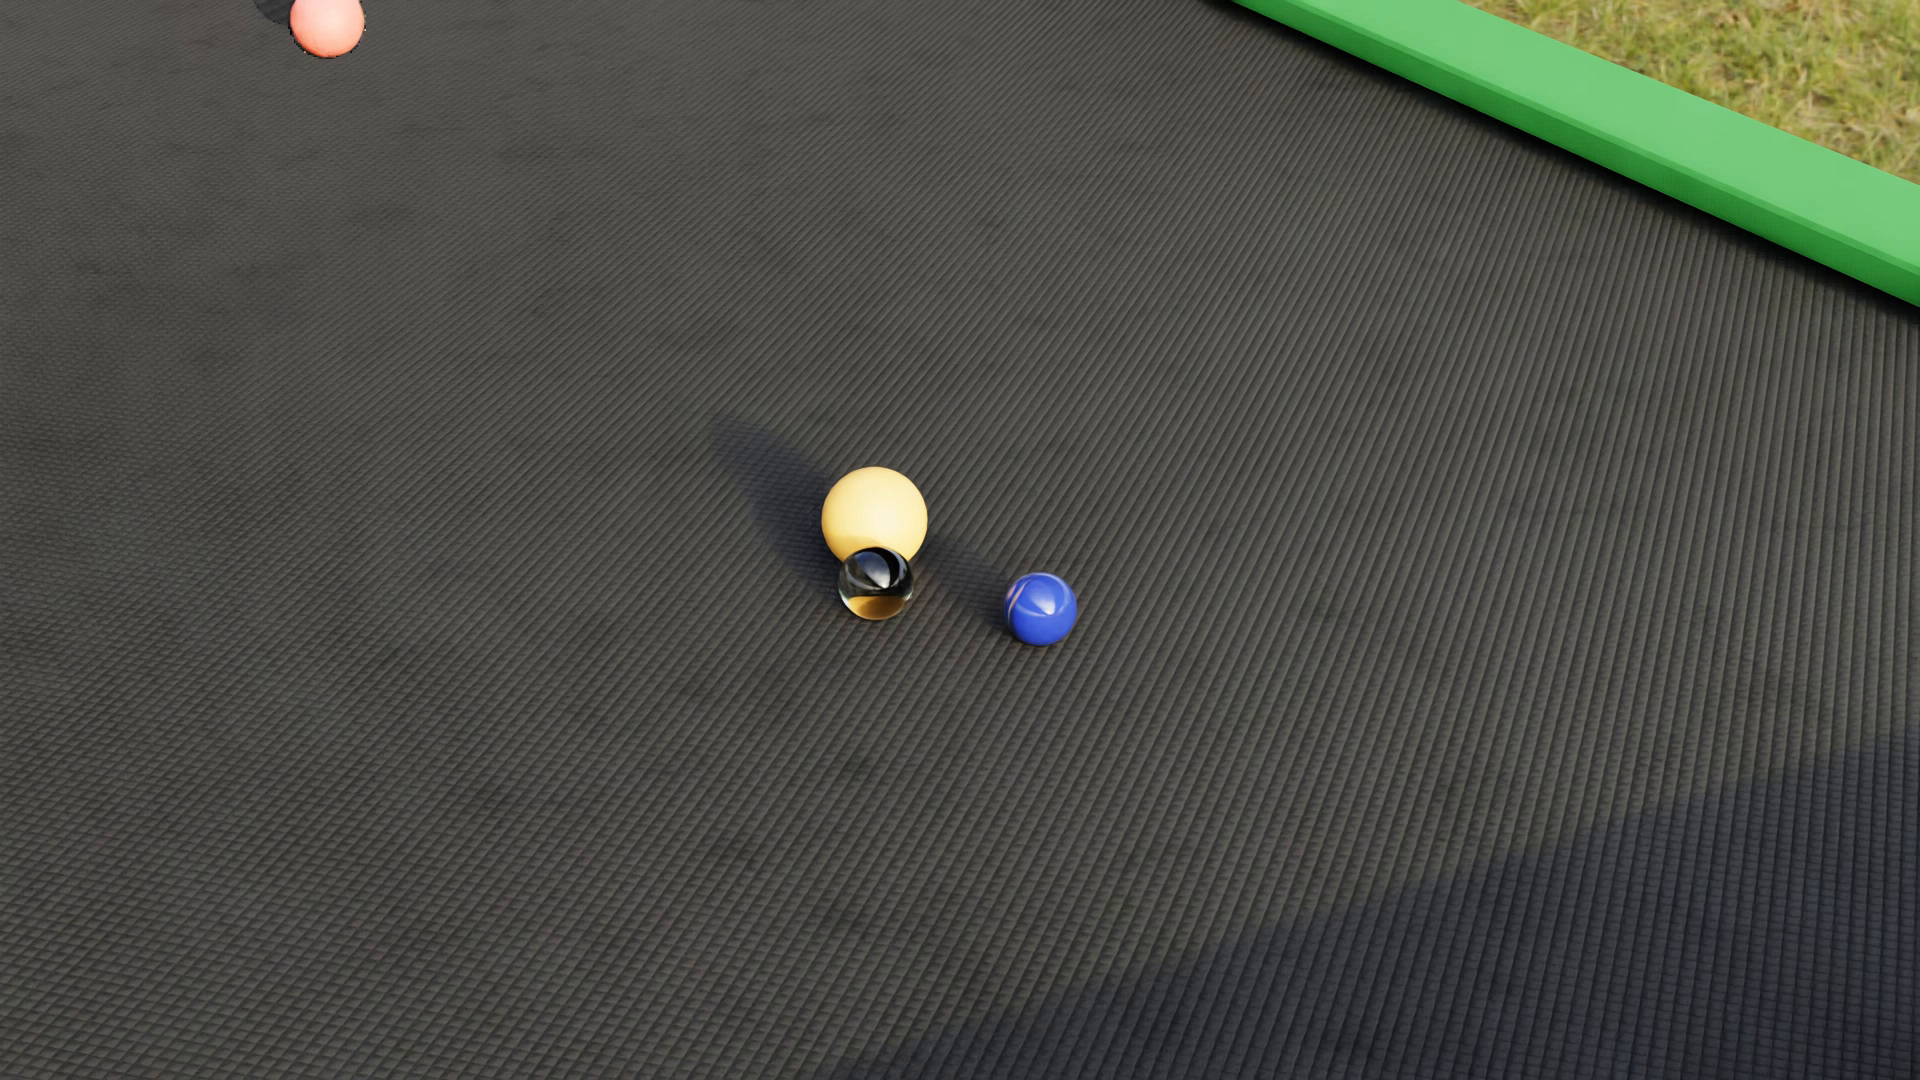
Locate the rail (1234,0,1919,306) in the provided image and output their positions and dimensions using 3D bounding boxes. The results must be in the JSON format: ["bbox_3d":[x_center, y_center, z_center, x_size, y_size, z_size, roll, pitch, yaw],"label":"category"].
[{"bbox_3d":[0.421,-0.556,3.131,0.045,0.102,3.529,-13,29,-25],"label":"rail"}]

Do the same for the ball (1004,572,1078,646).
[{"bbox_3d":[0.054,0.046,1.959,0.049,0.049,0.049,0,26,0],"label":"ball"}]

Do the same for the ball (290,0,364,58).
[{"bbox_3d":[-0.681,-0.559,3.167,0.078,0.078,0.078,0,26,0],"label":"ball"}]

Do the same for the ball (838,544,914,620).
[{"bbox_3d":[-0.057,0.029,1.992,0.052,0.052,0.052,0,26,0],"label":"ball"}]

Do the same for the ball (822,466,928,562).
[{"bbox_3d":[-0.060,-0.014,2.053,0.074,0.074,0.074,0,26,0],"label":"ball"}]
